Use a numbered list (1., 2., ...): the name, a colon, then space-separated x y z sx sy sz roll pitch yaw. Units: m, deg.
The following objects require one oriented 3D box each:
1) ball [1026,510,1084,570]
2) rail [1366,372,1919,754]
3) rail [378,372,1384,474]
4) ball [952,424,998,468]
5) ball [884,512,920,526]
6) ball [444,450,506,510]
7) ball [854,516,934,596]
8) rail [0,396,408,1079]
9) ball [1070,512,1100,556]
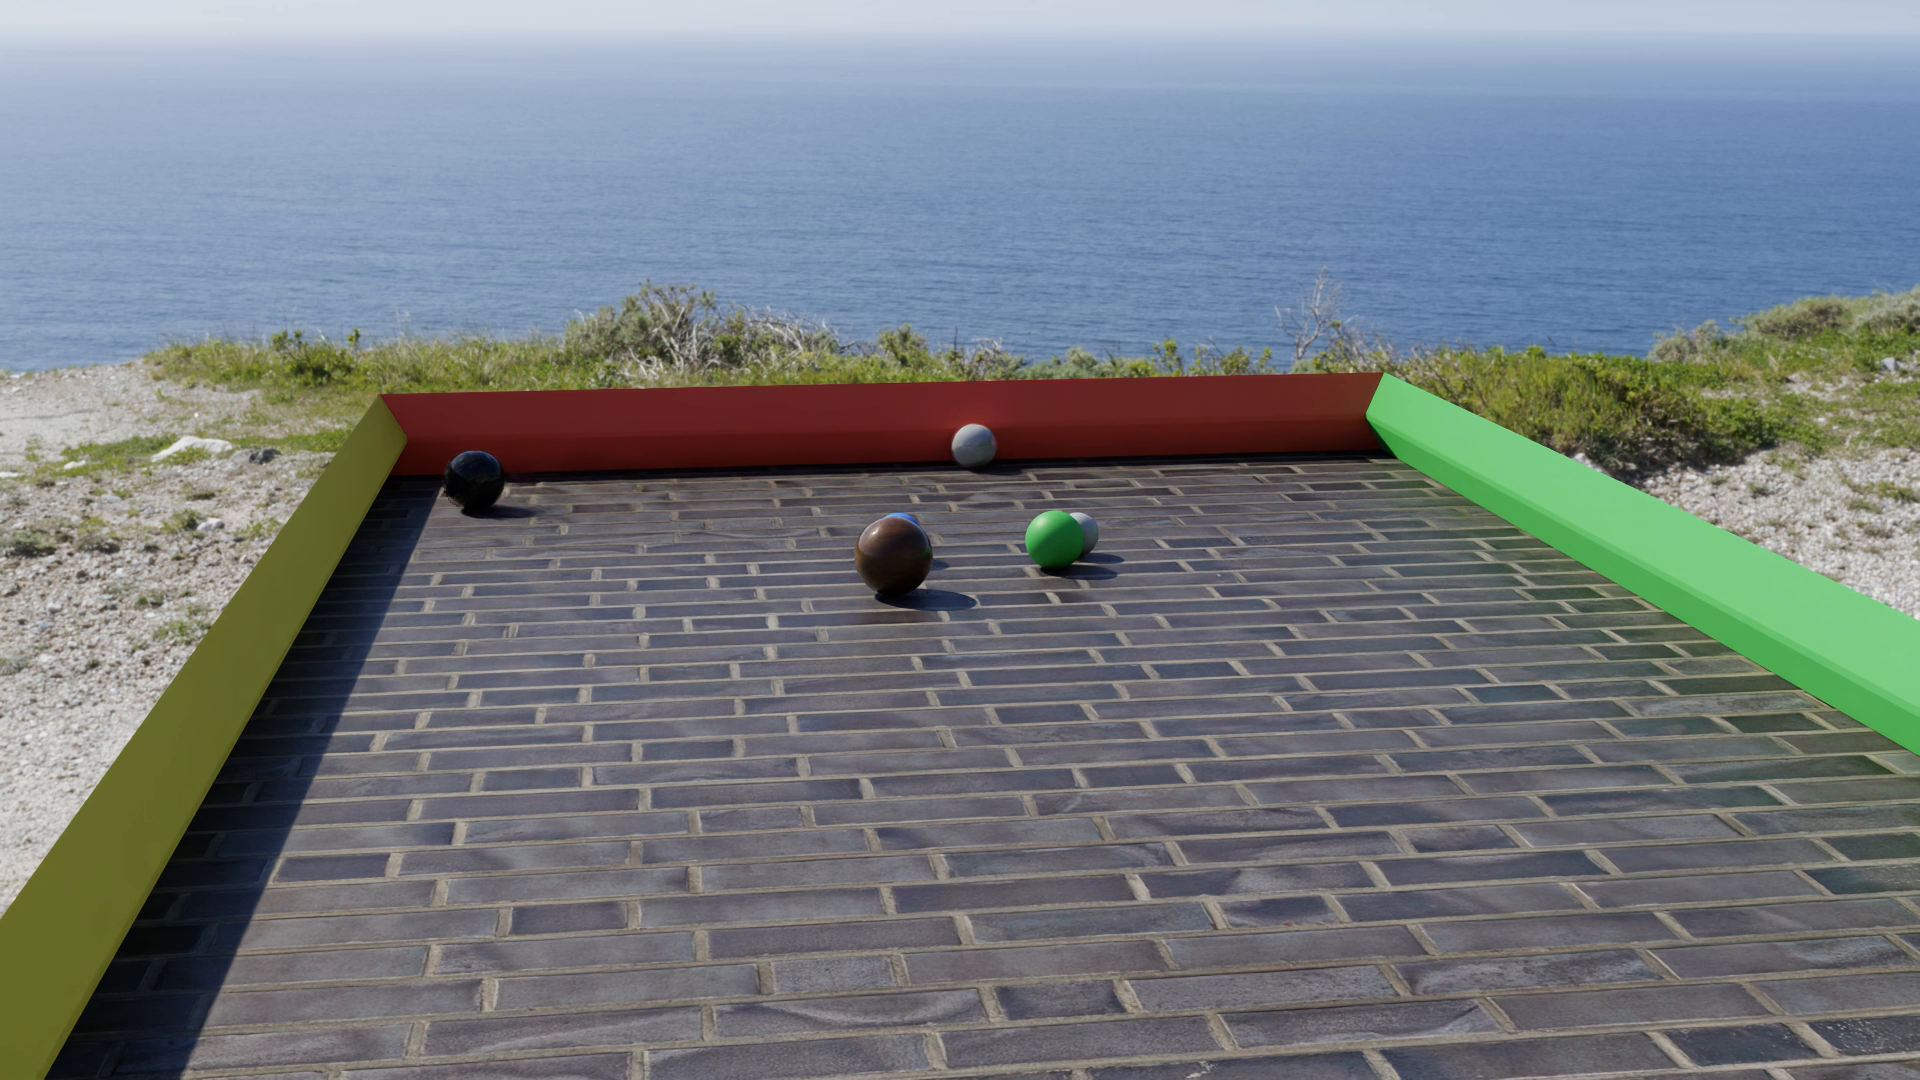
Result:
1. ball: 0.123 0.000 2.854 0.077 0.077 0.077 0 13 0
2. rail: 0.884 0.111 2.258 0.045 0.128 2.907 -2 13 -8
3. rail: -0.098 -0.185 3.531 1.629 0.128 0.045 -2 13 -8
4. ball: 0.024 -0.149 3.505 0.072 0.072 0.072 0 13 0
5. ball: -0.081 -0.003 2.894 0.065 0.065 0.065 0 13 0
6. ball: -0.707 -0.088 3.206 0.087 0.087 0.087 0 13 0
7. ball: -0.082 0.020 2.720 0.098 0.098 0.098 0 13 0
8. rail: -0.682 0.161 2.044 0.045 0.128 2.907 -2 13 -8
9. ball: 0.156 -0.008 2.926 0.058 0.058 0.058 0 13 0
